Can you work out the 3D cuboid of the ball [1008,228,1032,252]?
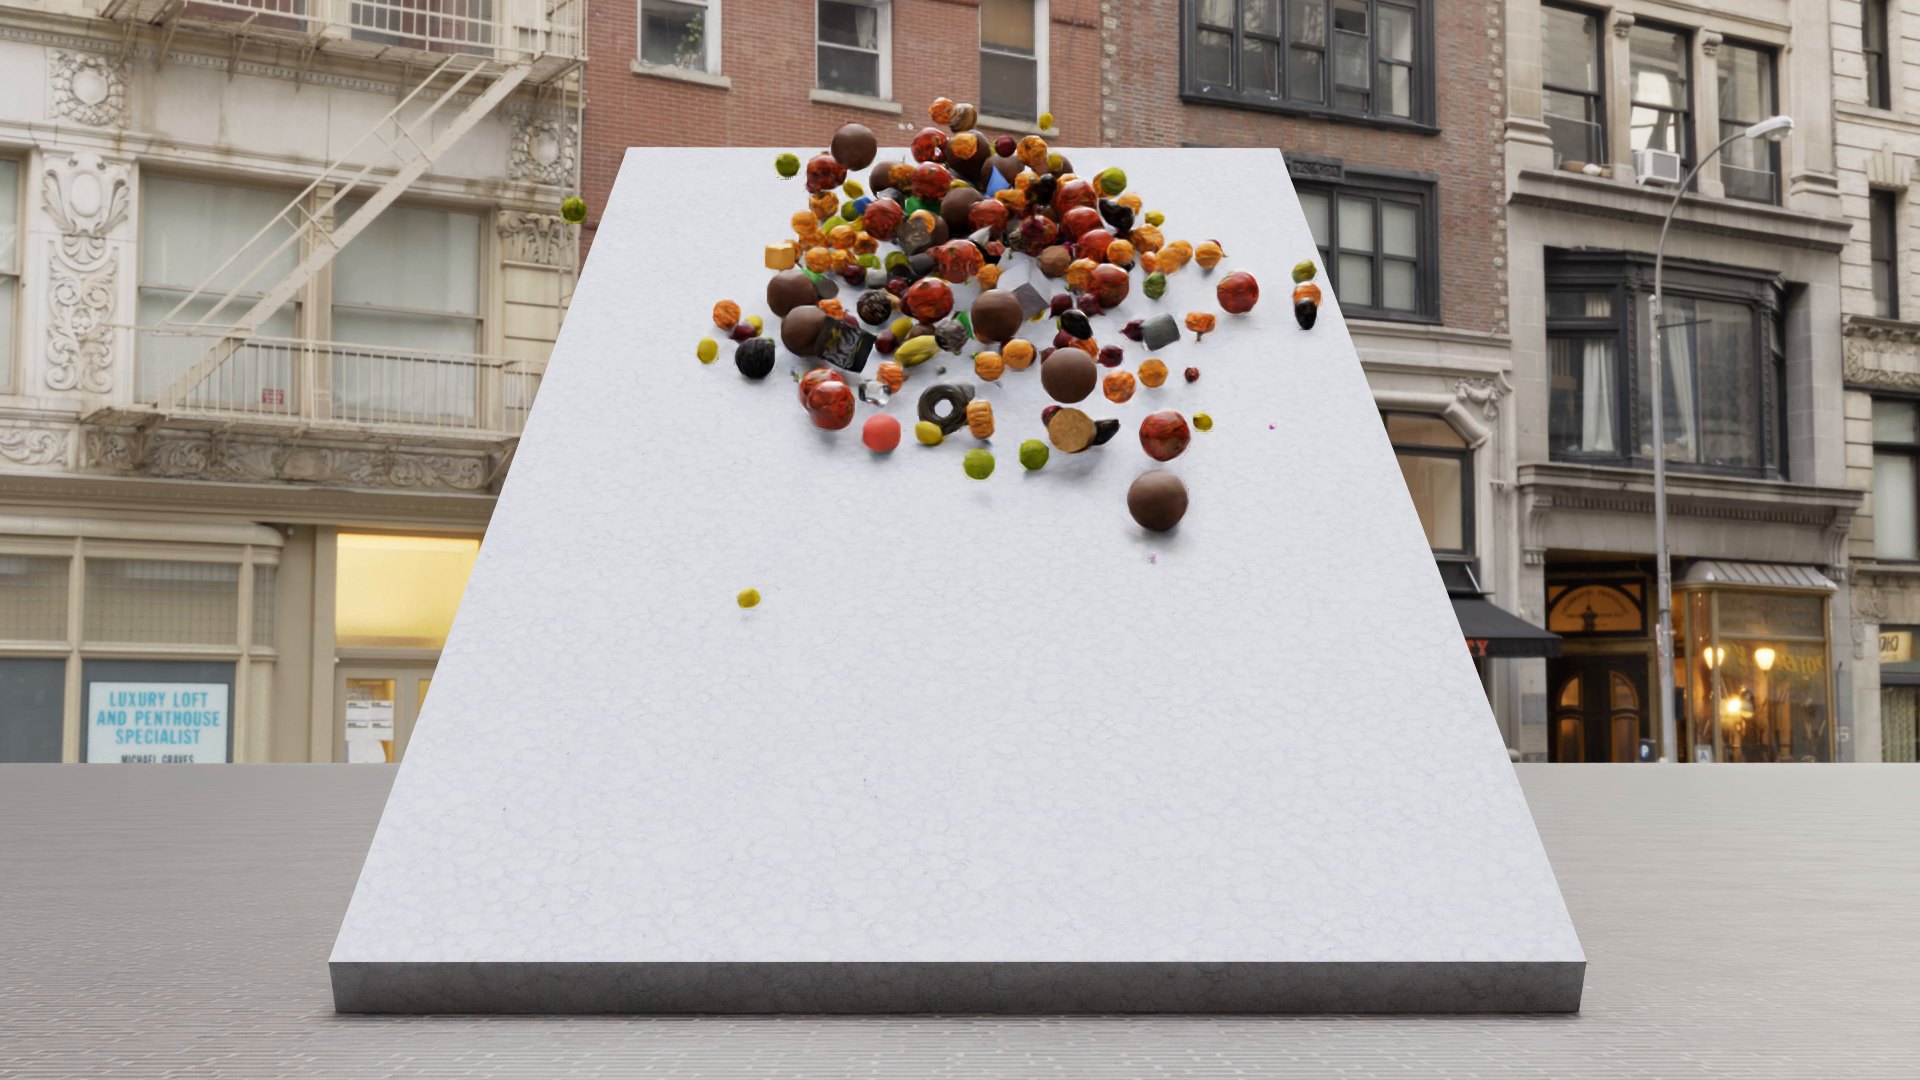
[{"bbox_3d":[0.157,-0.790,6.276,0.064,0.064,0.064,0,-5,0],"label":"ball"}]

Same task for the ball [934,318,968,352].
[{"bbox_3d":[-0.021,-0.487,5.674,0.079,0.079,0.079,0,-5,0],"label":"ball"}]

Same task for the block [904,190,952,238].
[{"bbox_3d":[-0.092,-0.900,6.628,0.089,0.089,0.089,-19,-39,-30],"label":"block"}]

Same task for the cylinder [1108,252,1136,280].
[{"bbox_3d":[0.431,-0.731,6.356,0.052,0.052,0.052,40,-14,12],"label":"cylinder"}]

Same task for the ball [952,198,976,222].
[{"bbox_3d":[0.010,-0.933,6.743,0.065,0.065,0.065,0,-5,0],"label":"ball"}]

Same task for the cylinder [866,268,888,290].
[{"bbox_3d":[-0.220,-0.688,6.288,0.053,0.053,0.053,5,-6,-4],"label":"cylinder"}]

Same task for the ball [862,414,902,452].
[{"bbox_3d":[-0.177,-0.243,5.414,0.090,0.090,0.090,0,-5,0],"label":"ball"}]

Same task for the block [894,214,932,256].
[{"bbox_3d":[-0.122,-0.794,6.230,0.074,0.074,0.074,-23,-1,-2],"label":"block"}]

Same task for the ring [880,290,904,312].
[{"bbox_3d":[-0.184,-0.617,6.147,0.089,0.030,0.089,28,13,-7],"label":"ring"}]

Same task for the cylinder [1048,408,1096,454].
[{"bbox_3d":[0.251,-0.244,5.339,0.098,0.098,0.098,-1,0,9],"label":"cylinder"}]

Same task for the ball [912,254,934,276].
[{"bbox_3d":[-0.097,-0.715,6.186,0.058,0.058,0.058,0,-5,0],"label":"ball"}]

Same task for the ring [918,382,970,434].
[{"bbox_3d":[-0.038,-0.304,5.497,0.125,0.125,0.042,-1,-12,13],"label":"ring"}]

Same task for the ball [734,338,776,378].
[{"bbox_3d":[-0.496,-0.441,5.777,0.099,0.099,0.099,0,-5,0],"label":"ball"}]

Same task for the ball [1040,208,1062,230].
[{"bbox_3d":[0.256,-0.900,6.682,0.066,0.066,0.066,0,-5,0],"label":"ball"}]

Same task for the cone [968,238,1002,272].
[{"bbox_3d":[0.050,-0.785,6.439,0.096,0.096,0.096,2,21,-20],"label":"cone"}]

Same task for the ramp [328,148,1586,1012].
[{"bbox_3d":[-0.011,-0.223,5.580,2.000,0.100,4.000,0,28,0],"label":"ramp"}]

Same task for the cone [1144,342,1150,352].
[{"bbox_3d":[0.492,-0.492,5.943,0.053,0.053,0.053,7,-7,-21],"label":"cone"}]

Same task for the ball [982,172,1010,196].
[{"bbox_3d":[0.103,-1.020,6.864,0.083,0.083,0.083,0,-5,0],"label":"ball"}]

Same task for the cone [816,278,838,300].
[{"bbox_3d":[-0.309,-0.557,5.410,0.054,0.054,0.054,2,-25,-21],"label":"cone"}]

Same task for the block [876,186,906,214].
[{"bbox_3d":[-0.192,-0.949,6.738,0.066,0.066,0.066,-21,37,-3],"label":"block"}]

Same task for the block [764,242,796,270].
[{"bbox_3d":[-0.468,-0.736,6.191,0.058,0.058,0.058,14,23,31],"label":"block"}]

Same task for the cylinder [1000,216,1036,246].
[{"bbox_3d":[0.160,-0.844,6.565,0.077,0.077,0.077,20,-11,-16],"label":"cylinder"}]

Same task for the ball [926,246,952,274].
[{"bbox_3d":[-0.059,-0.751,6.388,0.075,0.075,0.075,0,-5,0],"label":"ball"}]

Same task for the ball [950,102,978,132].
[{"bbox_3d":[0.010,-1.183,6.671,0.079,0.079,0.079,0,-5,0],"label":"ball"}]

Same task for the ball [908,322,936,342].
[{"bbox_3d":[-0.089,-0.498,5.903,0.084,0.084,0.084,0,-5,0],"label":"ball"}]

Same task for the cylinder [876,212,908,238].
[{"bbox_3d":[-0.184,-0.871,6.603,0.066,0.066,0.066,-5,-7,34],"label":"cylinder"}]

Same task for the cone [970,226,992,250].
[{"bbox_3d":[0.066,-0.807,6.283,0.063,0.063,0.063,39,5,-4],"label":"cone"}]

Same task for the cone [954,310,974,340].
[{"bbox_3d":[0.012,-0.508,5.755,0.070,0.070,0.070,-41,5,5],"label":"cone"}]

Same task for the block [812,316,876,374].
[{"bbox_3d":[-0.280,-0.472,5.769,0.099,0.099,0.099,26,7,20],"label":"block"}]

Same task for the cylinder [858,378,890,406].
[{"bbox_3d":[-0.203,-0.349,5.652,0.055,0.055,0.055,17,3,28],"label":"cylinder"}]

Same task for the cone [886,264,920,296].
[{"bbox_3d":[-0.131,-0.682,6.279,0.087,0.087,0.087,-5,-1,41],"label":"cone"}]

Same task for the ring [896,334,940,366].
[{"bbox_3d":[-0.102,-0.460,5.802,0.121,0.040,0.121,-22,-12,-5],"label":"ring"}]

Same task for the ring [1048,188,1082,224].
[{"bbox_3d":[0.293,-0.934,6.666,0.118,0.118,0.039,6,-40,-49],"label":"ring"}]

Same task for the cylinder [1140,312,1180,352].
[{"bbox_3d":[0.477,-0.497,5.688,0.074,0.074,0.074,-24,-4,-3],"label":"cylinder"}]

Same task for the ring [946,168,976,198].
[{"bbox_3d":[0.004,-1.024,6.842,0.037,0.110,0.110,-44,-18,12],"label":"ring"}]

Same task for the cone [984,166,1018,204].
[{"bbox_3d":[0.104,-1.004,6.682,0.096,0.096,0.096,-10,-6,-1],"label":"cone"}]

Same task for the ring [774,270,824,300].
[{"bbox_3d":[-0.421,-0.672,6.269,0.140,0.047,0.140,-1,29,1],"label":"ring"}]

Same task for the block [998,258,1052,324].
[{"bbox_3d":[0.162,-0.629,6.024,0.096,0.096,0.096,-28,-53,27],"label":"block"}]

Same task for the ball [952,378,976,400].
[{"bbox_3d":[0.003,-0.352,5.649,0.065,0.065,0.065,0,-5,0],"label":"ball"}]

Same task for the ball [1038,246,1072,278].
[{"bbox_3d":[0.254,-0.742,6.362,0.087,0.087,0.087,0,-5,0],"label":"ball"}]

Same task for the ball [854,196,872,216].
[{"bbox_3d":[-0.270,-0.932,6.649,0.053,0.053,0.053,0,-5,0],"label":"ball"}]

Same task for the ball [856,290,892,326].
[{"bbox_3d":[-0.218,-0.591,6.072,0.089,0.089,0.089,0,-5,0],"label":"ball"}]

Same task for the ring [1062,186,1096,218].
[{"bbox_3d":[0.328,-0.962,6.800,0.131,0.044,0.131,16,32,-11],"label":"ring"}]
